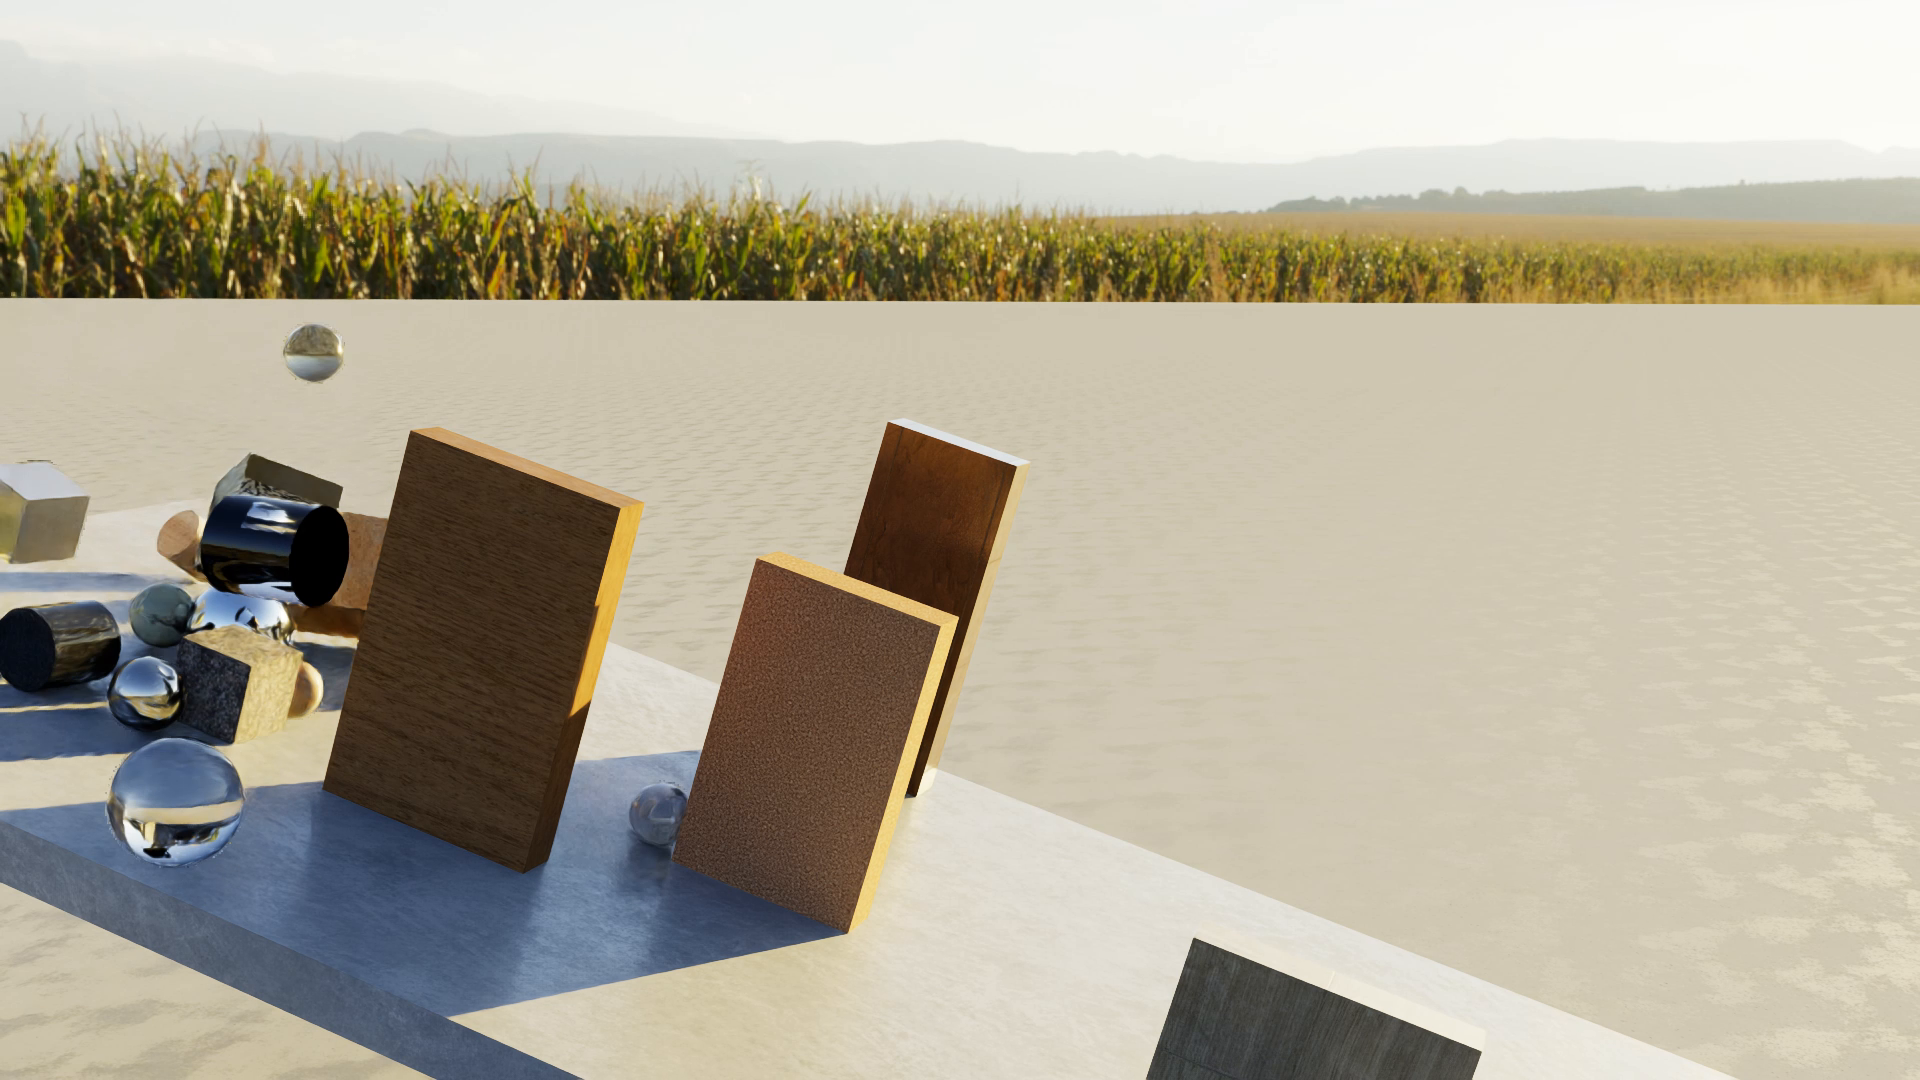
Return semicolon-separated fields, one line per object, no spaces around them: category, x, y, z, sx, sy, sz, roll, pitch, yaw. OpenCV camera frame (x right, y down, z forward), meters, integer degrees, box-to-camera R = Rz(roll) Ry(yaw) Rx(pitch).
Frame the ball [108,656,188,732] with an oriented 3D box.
ball;-1.481;0.281;4.011;0.137;0.137;0.137;0;7;0

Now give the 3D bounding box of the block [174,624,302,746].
block;-1.373;0.271;4.157;0.159;0.159;0.159;20;12;15

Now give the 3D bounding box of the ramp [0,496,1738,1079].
ramp;-0.365;0.698;4.231;4.000;0.100;2.000;20;12;14

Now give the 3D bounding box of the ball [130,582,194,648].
ball;-1.603;0.151;4.427;0.131;0.131;0.131;0;7;0

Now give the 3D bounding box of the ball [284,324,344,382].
ball;-1.403;-0.406;4.776;0.126;0.126;0.126;0;7;0

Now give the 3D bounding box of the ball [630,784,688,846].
ball;-0.571;0.524;4.197;0.119;0.119;0.119;0;7;0

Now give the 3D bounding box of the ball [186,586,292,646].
ball;-1.440;0.176;4.397;0.202;0.202;0.202;0;7;0

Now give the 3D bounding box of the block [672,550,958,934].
block;-0.274;0.374;4.099;0.372;0.611;0.109;20;12;14

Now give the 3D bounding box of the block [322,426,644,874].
block;-0.856;0.194;3.925;0.423;0.689;0.096;20;12;14

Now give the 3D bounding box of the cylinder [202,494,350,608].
cylinder;-1.275;0.018;4.103;0.190;0.190;0.190;8;9;18

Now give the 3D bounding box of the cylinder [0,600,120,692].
cylinder;-1.678;0.195;4.091;0.155;0.155;0.155;3;5;24

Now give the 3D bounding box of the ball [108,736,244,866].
ball;-1.253;0.418;3.518;0.207;0.207;0.207;0;7;0

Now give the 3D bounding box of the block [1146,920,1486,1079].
block;0.499;0.866;3.301;0.442;0.445;0.090;20;12;14

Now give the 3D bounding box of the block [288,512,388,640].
block;-1.315;0.078;4.736;0.210;0.210;0.210;10;-23;-32

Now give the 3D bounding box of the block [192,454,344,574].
block;-1.422;-0.025;4.523;0.201;0.201;0.201;22;-29;-30

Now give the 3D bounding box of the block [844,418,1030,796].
block;-0.112;0.151;4.939;0.310;0.785;0.113;20;12;14

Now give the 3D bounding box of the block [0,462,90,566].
block;-1.872;-0.055;4.423;0.146;0.146;0.146;31;20;25

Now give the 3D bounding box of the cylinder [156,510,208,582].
cylinder;-1.698;0.014;4.885;0.117;0.117;0.117;4;-27;30

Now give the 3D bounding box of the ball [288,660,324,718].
ball;-1.299;0.290;4.284;0.114;0.114;0.114;0;7;0
